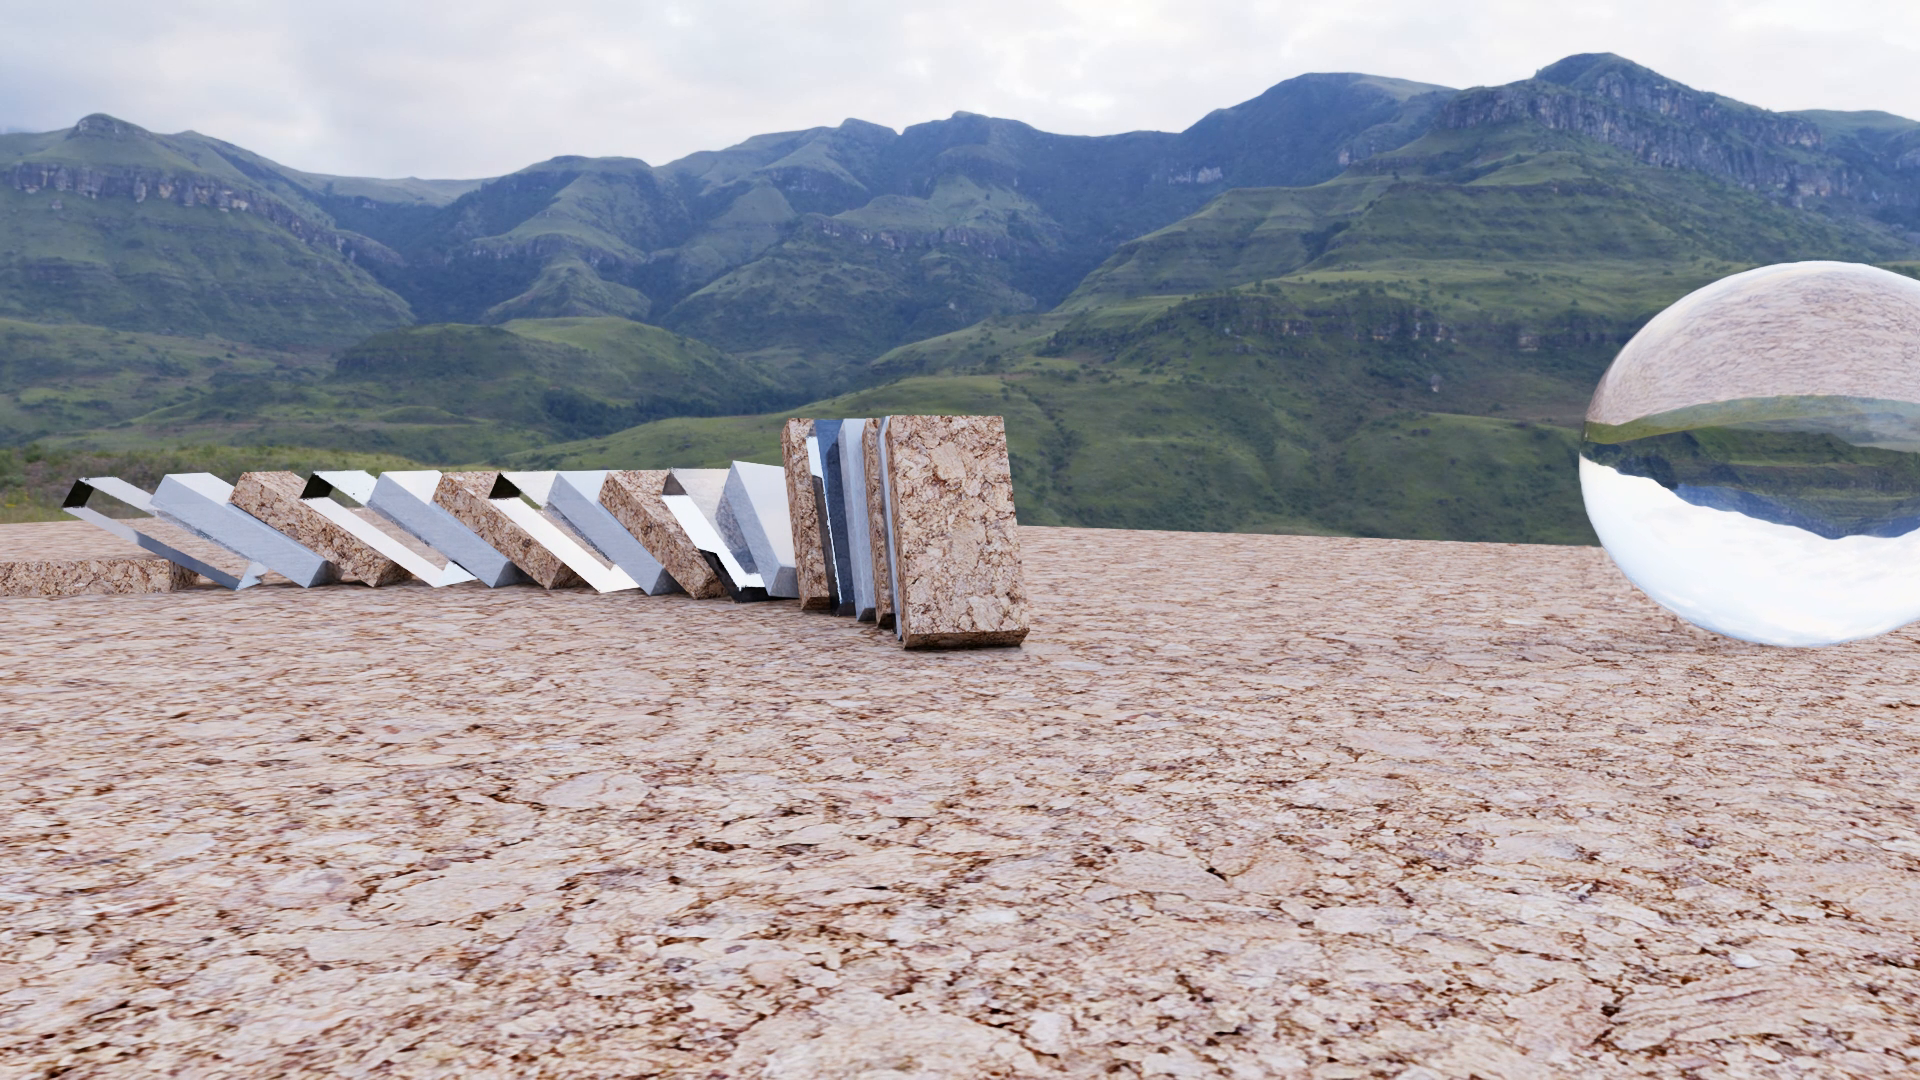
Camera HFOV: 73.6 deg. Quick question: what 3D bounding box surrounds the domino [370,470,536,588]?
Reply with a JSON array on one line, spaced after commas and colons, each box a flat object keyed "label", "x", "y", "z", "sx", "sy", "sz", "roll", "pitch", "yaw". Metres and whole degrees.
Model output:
[{"label": "domino", "x": -0.153, "y": -0.004, "z": 0.394, "sx": 0.050, "sy": 0.009, "sz": 0.025, "roll": 33, "pitch": 12, "yaw": 12}]

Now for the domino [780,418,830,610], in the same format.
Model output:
[{"label": "domino", "x": -0.031, "y": -0.007, "z": 0.334, "sx": 0.025, "sy": 0.050, "sz": 0.010, "roll": 0, "pitch": -23, "yaw": -22}]

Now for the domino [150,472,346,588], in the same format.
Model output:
[{"label": "domino", "x": -0.212, "y": -0.003, "z": 0.387, "sx": 0.050, "sy": 0.009, "sz": 0.025, "roll": 30, "pitch": 1, "yaw": -6}]

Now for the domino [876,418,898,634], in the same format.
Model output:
[{"label": "domino", "x": -0.005, "y": -0.004, "z": 0.295, "sx": 0.025, "sy": 0.050, "sz": 0.009, "roll": -1, "pitch": -23, "yaw": -13}]

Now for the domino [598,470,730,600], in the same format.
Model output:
[{"label": "domino", "x": -0.079, "y": -0.002, "z": 0.369, "sx": 0.050, "sy": 0.010, "sz": 0.025, "roll": 40, "pitch": 26, "yaw": 28}]

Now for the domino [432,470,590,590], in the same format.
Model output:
[{"label": "domino", "x": -0.133, "y": -0.004, "z": 0.391, "sx": 0.050, "sy": 0.009, "sz": 0.025, "roll": 34, "pitch": 15, "yaw": 16}]

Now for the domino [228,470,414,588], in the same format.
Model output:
[{"label": "domino", "x": -0.193, "y": -0.004, "z": 0.393, "sx": 0.050, "sy": 0.009, "sz": 0.025, "roll": 31, "pitch": 4, "yaw": -1}]

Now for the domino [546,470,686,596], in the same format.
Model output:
[{"label": "domino", "x": -0.096, "y": -0.003, "z": 0.379, "sx": 0.050, "sy": 0.010, "sz": 0.025, "roll": 38, "pitch": 23, "yaw": 25}]

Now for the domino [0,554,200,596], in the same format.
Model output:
[{"label": "domino", "x": -0.254, "y": 0.010, "z": 0.374, "sx": 0.050, "sy": 0.010, "sz": 0.025, "roll": -1, "pitch": 4, "yaw": -13}]

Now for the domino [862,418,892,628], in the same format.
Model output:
[{"label": "domino", "x": -0.009, "y": -0.005, "z": 0.305, "sx": 0.025, "sy": 0.050, "sz": 0.009, "roll": -1, "pitch": -23, "yaw": -13}]

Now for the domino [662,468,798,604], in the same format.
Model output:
[{"label": "domino", "x": -0.061, "y": -0.002, "z": 0.360, "sx": 0.025, "sy": 0.010, "sz": 0.050, "roll": -2, "pitch": 37, "yaw": -40}]

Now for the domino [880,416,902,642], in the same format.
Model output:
[{"label": "domino", "x": -0.003, "y": -0.003, "z": 0.285, "sx": 0.025, "sy": 0.050, "sz": 0.010, "roll": -1, "pitch": -23, "yaw": -13}]

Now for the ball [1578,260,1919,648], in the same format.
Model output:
[{"label": "ball", "x": 0.174, "y": -0.018, "z": 0.268, "sx": 0.080, "sy": 0.080, "sz": 0.080, "roll": 0, "pitch": 4, "yaw": 0}]

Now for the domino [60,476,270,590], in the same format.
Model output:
[{"label": "domino", "x": -0.232, "y": -0.002, "z": 0.378, "sx": 0.050, "sy": 0.010, "sz": 0.025, "roll": 29, "pitch": -2, "yaw": -13}]

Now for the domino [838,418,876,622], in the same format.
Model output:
[{"label": "domino", "x": -0.015, "y": -0.005, "z": 0.316, "sx": 0.025, "sy": 0.050, "sz": 0.010, "roll": -1, "pitch": -23, "yaw": -16}]

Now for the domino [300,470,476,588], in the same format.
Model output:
[{"label": "domino", "x": -0.173, "y": -0.004, "z": 0.394, "sx": 0.050, "sy": 0.010, "sz": 0.025, "roll": 32, "pitch": 8, "yaw": 5}]

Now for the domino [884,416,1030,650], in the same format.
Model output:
[{"label": "domino", "x": -0.001, "y": -0.002, "z": 0.274, "sx": 0.025, "sy": 0.050, "sz": 0.009, "roll": -1, "pitch": -23, "yaw": -13}]

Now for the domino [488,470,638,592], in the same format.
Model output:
[{"label": "domino", "x": -0.115, "y": -0.003, "z": 0.386, "sx": 0.050, "sy": 0.009, "sz": 0.025, "roll": 35, "pitch": 18, "yaw": 19}]

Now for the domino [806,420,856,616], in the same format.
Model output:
[{"label": "domino", "x": -0.023, "y": -0.006, "z": 0.325, "sx": 0.025, "sy": 0.050, "sz": 0.009, "roll": -2, "pitch": -23, "yaw": -22}]

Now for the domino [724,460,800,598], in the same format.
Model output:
[{"label": "domino", "x": -0.046, "y": -0.003, "z": 0.353, "sx": 0.025, "sy": 0.009, "sz": 0.050, "roll": 6, "pitch": 33, "yaw": -31}]
